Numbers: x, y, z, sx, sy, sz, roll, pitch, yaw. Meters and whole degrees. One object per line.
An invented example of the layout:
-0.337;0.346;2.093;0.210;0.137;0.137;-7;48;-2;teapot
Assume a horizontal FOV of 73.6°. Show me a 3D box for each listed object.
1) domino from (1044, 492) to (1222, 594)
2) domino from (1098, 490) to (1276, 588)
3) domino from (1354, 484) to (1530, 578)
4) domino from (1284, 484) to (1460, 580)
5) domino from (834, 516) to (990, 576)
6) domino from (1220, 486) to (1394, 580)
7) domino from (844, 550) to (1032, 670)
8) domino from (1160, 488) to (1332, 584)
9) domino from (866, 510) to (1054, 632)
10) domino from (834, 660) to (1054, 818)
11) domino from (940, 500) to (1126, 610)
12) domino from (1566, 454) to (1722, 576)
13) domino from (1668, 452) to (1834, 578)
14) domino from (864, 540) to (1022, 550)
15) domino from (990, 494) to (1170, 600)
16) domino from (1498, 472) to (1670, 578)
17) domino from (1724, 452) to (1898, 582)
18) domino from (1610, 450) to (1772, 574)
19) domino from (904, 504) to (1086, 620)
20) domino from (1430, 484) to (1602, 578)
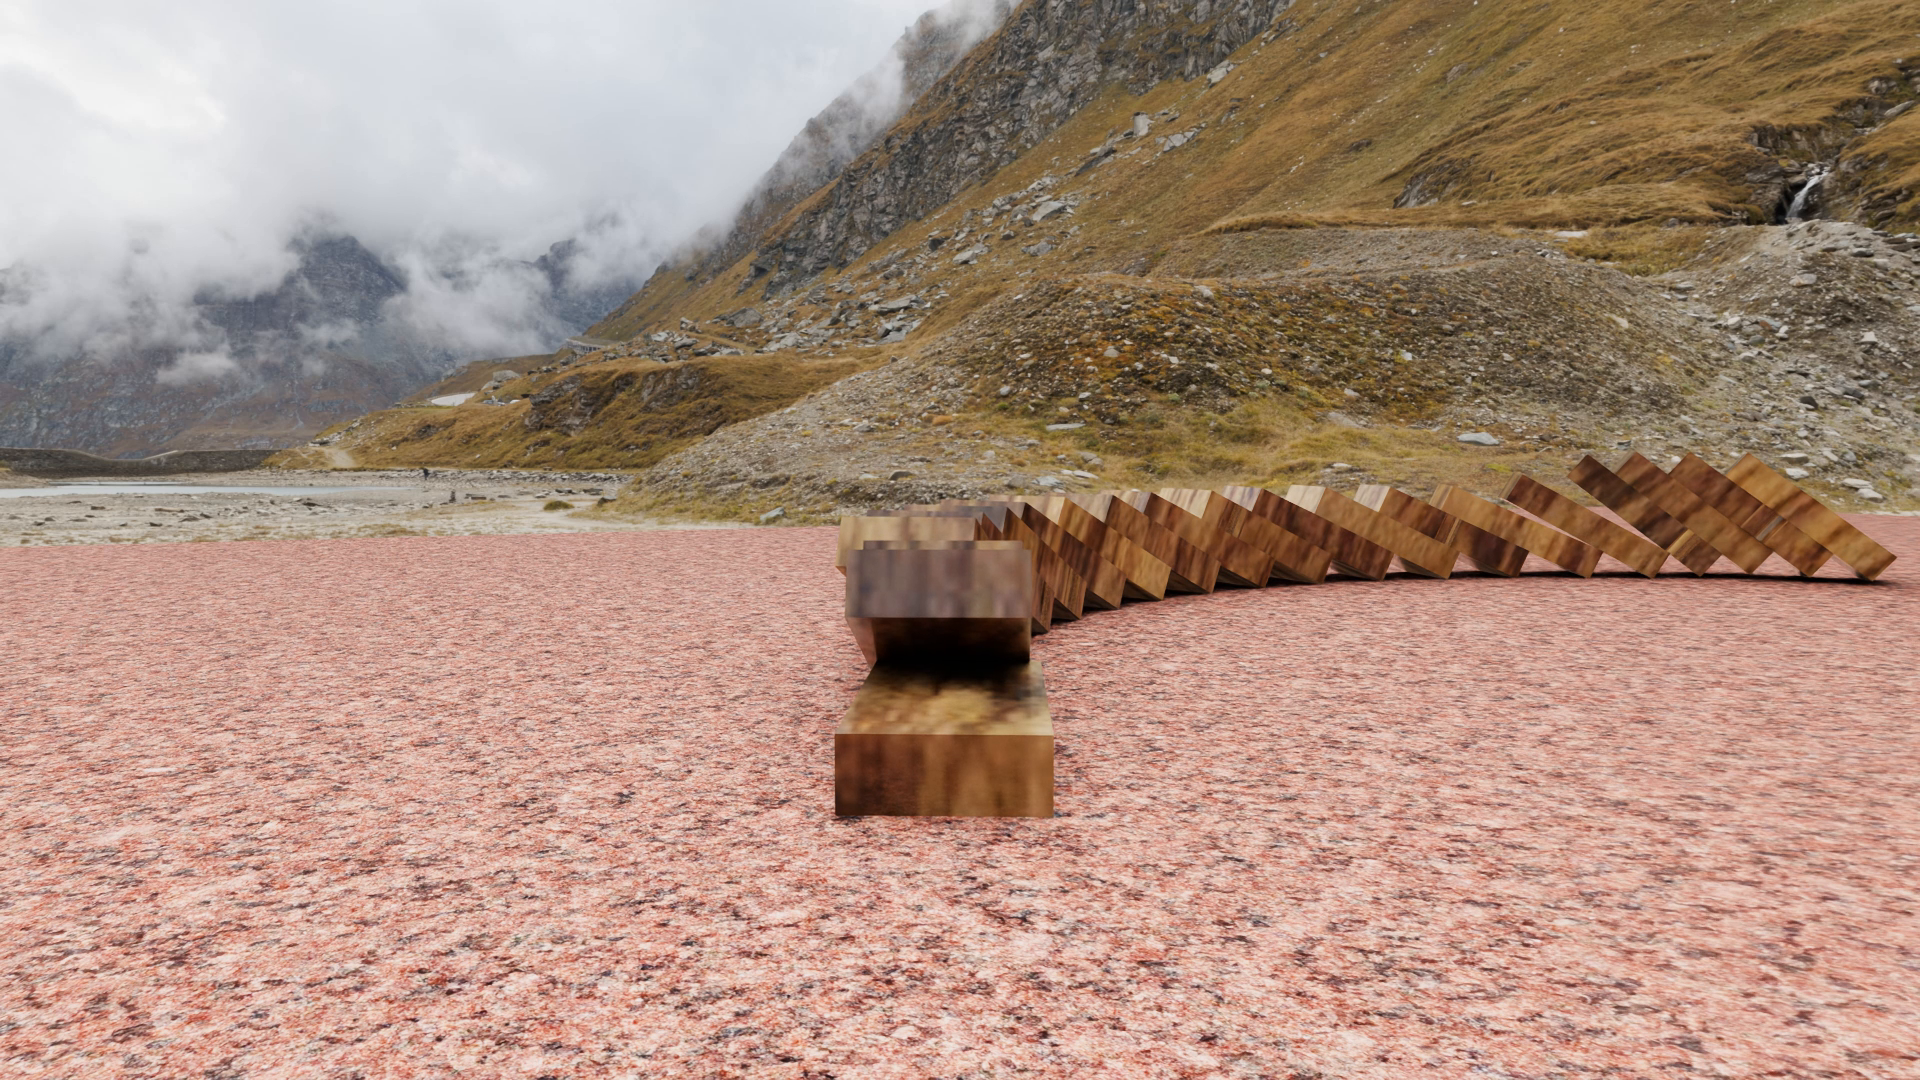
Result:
0.048;0.001;0.359;0.050;0.010;0.025;28;-15;-38;domino
0.065;0.000;0.378;0.050;0.010;0.025;25;-8;-28;domino
0.155;-0.003;0.416;0.050;0.010;0.025;24;2;-5;domino
0.131;-0.003;0.411;0.050;0.009;0.025;24;0;-11;domino
-0.004;0.009;0.250;0.025;0.010;0.050;1;-20;15;domino
0.108;-0.002;0.404;0.050;0.009;0.025;24;-2;-15;domino
-0.002;0.013;0.196;0.025;0.010;0.050;0;-18;2;domino
0.086;-0.001;0.390;0.050;0.009;0.025;25;-7;-25;domino
0.001;0.007;0.274;0.025;0.009;0.050;2;-20;22;domino
-0.001;0.025;0.171;0.025;0.010;0.050;0;4;2;domino
0.018;0.004;0.321;0.025;0.010;0.050;3;-19;38;domino
0.224;-0.009;0.421;0.050;0.009;0.025;43;19;17;domino
0.252;-0.008;0.411;0.050;0.010;0.025;44;19;21;domino
-0.002;0.012;0.223;0.025;0.010;0.050;0;-17;2;domino
0.031;0.002;0.341;0.025;0.009;0.050;4;-19;44;domino
0.203;-0.005;0.421;0.050;0.009;0.025;31;12;13;domino
0.265;-0.008;0.403;0.050;0.010;0.025;44;19;20;domino
0.237;-0.010;0.419;0.050;0.009;0.025;42;18;15;domino
0.009;0.006;0.297;0.025;0.009;0.050;2;-19;27;domino
0.181;-0.003;0.421;0.050;0.010;0.025;25;8;8;domino
